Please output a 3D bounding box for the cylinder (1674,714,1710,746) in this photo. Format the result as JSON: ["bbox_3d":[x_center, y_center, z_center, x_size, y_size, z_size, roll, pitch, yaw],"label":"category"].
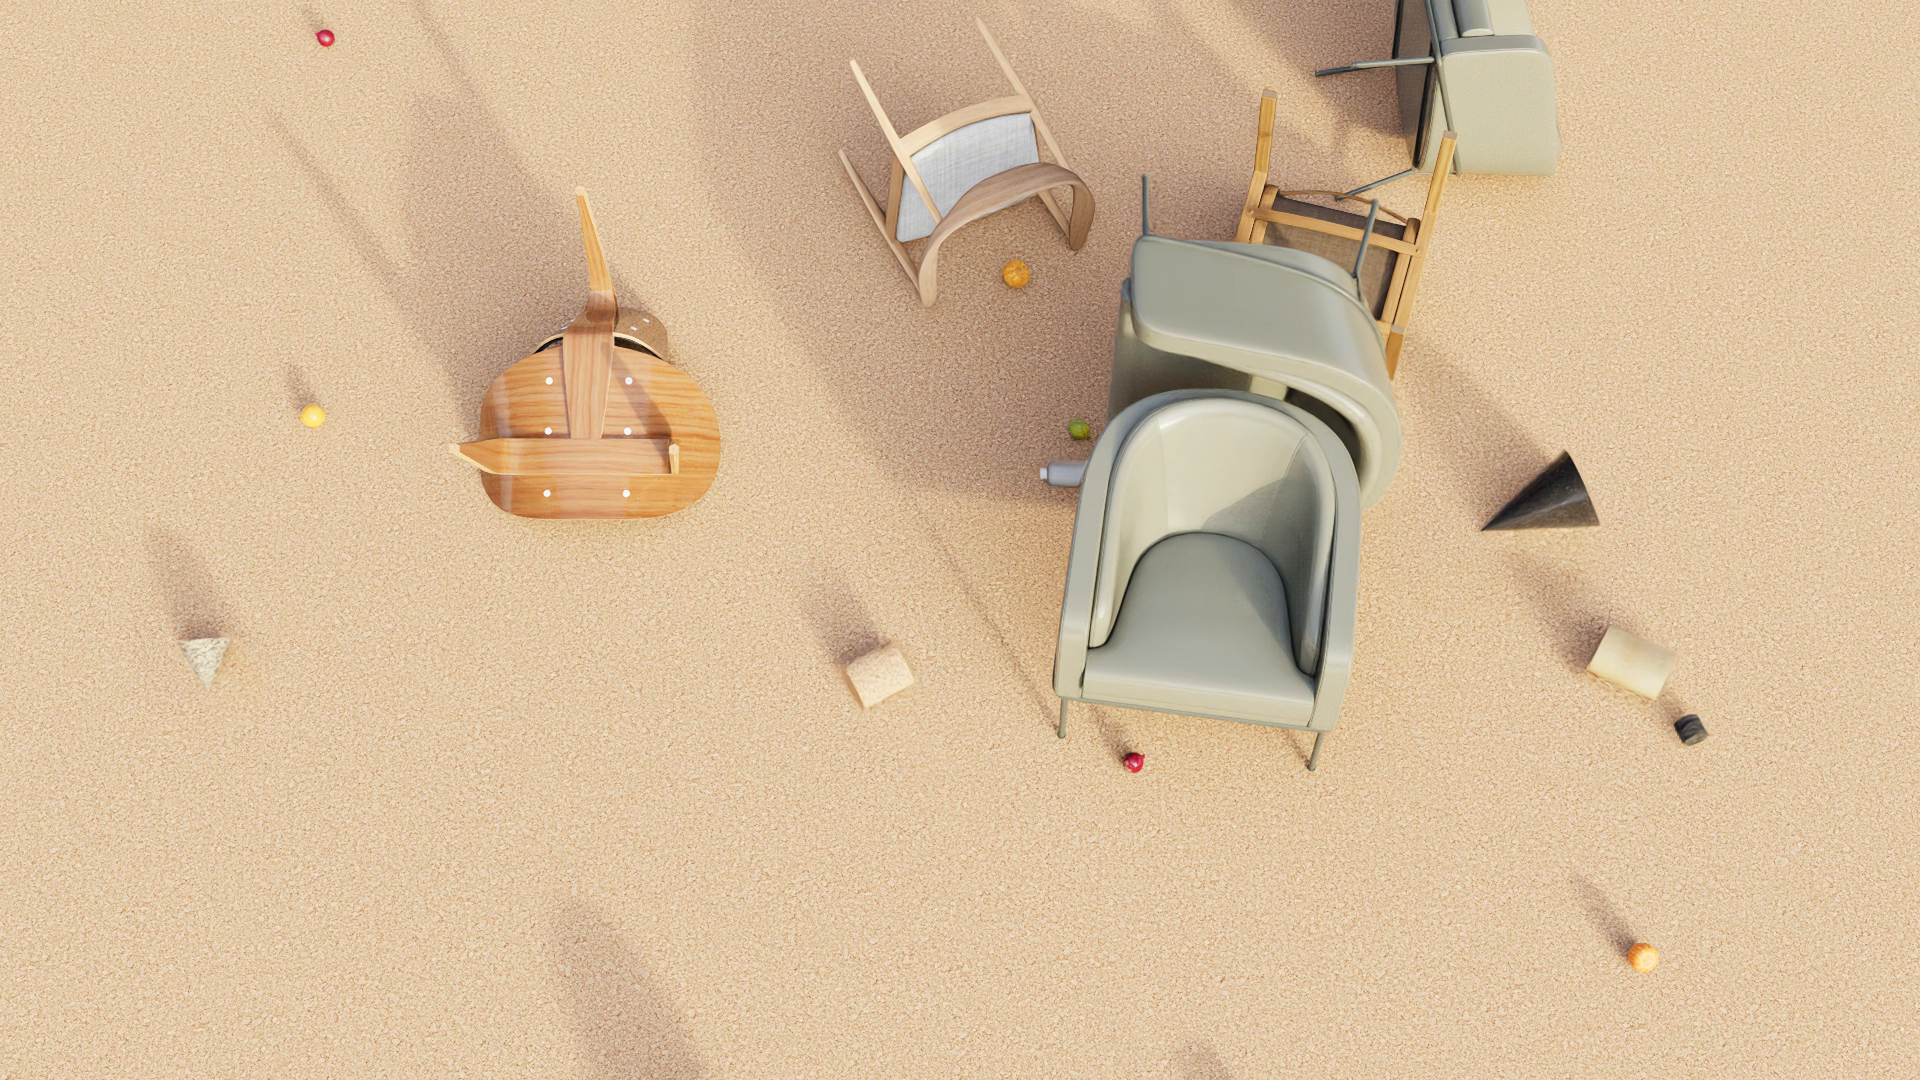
[{"bbox_3d":[2.055,0.532,6.178,0.069,0.064,0.064,-27,43,-6],"label":"cylinder"}]

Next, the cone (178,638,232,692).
[{"bbox_3d":[-2.156,0.365,6.287,0.147,0.159,0.151,-3,83,-31],"label":"cone"}]

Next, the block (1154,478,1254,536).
[{"bbox_3d":[0.726,-0.099,6.565,0.277,0.125,0.120,0,56,0],"label":"block"}]

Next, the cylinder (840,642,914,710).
[{"bbox_3d":[-0.236,0.385,6.263,0.163,0.081,0.142,-27,77,-17],"label":"cylinder"}]

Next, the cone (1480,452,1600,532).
[{"bbox_3d":[1.702,-0.089,6.559,0.325,0.278,0.246,-24,92,11],"label":"cone"}]

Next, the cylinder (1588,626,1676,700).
[{"bbox_3d":[1.918,0.352,6.278,0.201,0.098,0.170,26,53,16],"label":"cylinder"}]
